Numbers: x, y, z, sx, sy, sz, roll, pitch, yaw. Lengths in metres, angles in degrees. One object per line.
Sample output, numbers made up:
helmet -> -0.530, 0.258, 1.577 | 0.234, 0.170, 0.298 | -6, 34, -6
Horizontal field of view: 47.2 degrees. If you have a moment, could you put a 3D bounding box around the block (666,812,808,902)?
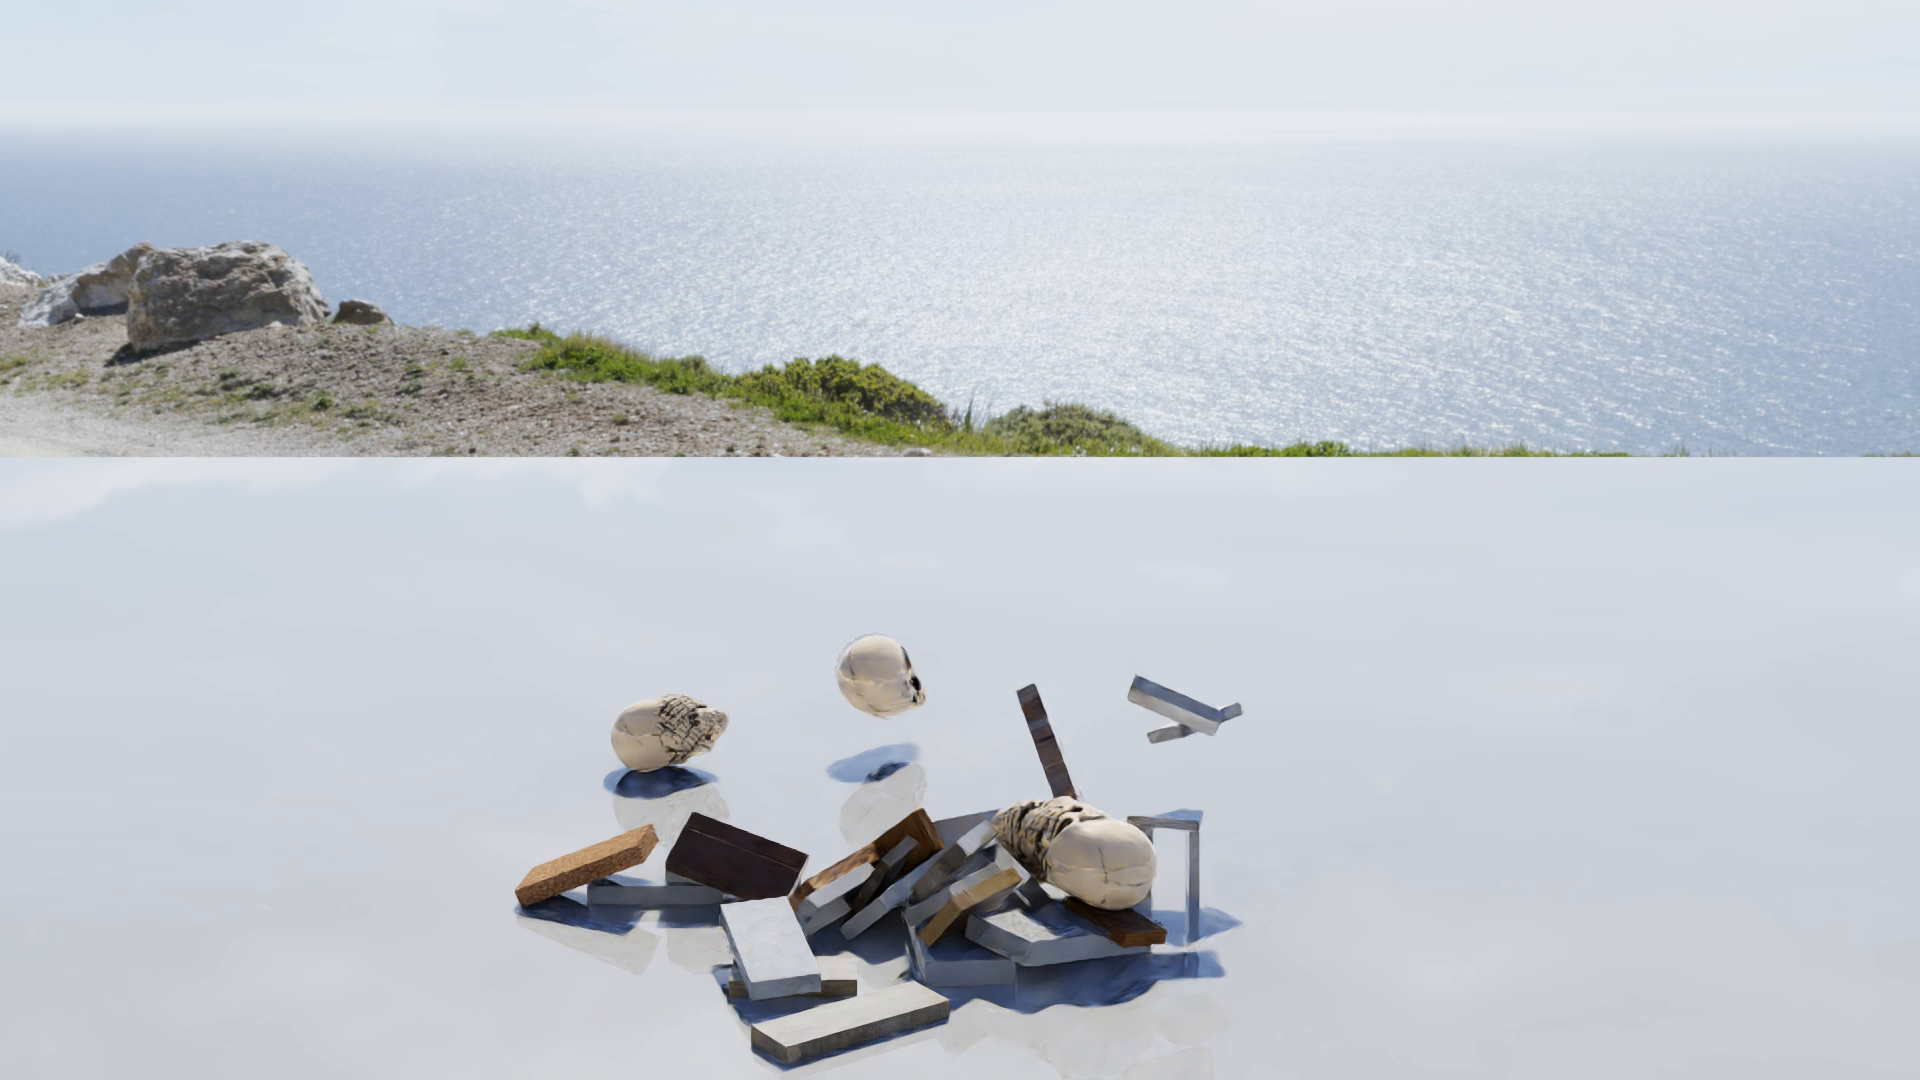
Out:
block -> -0.364, 0.528, 3.601 | 0.208, 0.029, 0.104 | 19, 50, 9

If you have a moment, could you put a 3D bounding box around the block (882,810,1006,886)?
block -> -0.022, 0.525, 3.715 | 0.212, 0.106, 0.030 | -6, -8, -31

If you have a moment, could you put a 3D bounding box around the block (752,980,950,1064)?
block -> -0.152, 0.681, 3.111 | 0.276, 0.026, 0.090 | -8, 13, -36

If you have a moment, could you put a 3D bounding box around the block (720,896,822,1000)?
block -> -0.285, 0.608, 3.290 | 0.104, 0.029, 0.248 | -5, 19, -15

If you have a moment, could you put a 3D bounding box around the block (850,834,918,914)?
block -> -0.122, 0.538, 3.528 | 0.021, 0.148, 0.074 | 42, 44, 12

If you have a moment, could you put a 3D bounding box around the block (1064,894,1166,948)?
block -> 0.239, 0.586, 3.395 | 0.078, 0.022, 0.157 | 2, 12, -33

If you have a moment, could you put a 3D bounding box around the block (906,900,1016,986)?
block -> -0.001, 0.619, 3.400 | 0.135, 0.038, 0.271 | 0, 10, -7

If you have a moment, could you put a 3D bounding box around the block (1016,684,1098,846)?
block -> 0.174, 0.402, 3.948 | 0.038, 0.135, 0.271 | -23, 49, 4

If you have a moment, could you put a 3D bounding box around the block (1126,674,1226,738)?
block -> 0.352, 0.272, 3.601 | 0.157, 0.022, 0.078 | 23, -19, 7

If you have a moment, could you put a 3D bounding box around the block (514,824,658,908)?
block -> -0.616, 0.538, 3.637 | 0.222, 0.031, 0.111 | -21, 9, 8

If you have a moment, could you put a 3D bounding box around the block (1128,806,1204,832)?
block -> 0.342, 0.462, 3.652 | 0.120, 0.017, 0.060 | 3, 11, 11

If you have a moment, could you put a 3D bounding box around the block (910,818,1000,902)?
block -> -0.007, 0.512, 3.528 | 0.030, 0.106, 0.212 | 46, 12, 8

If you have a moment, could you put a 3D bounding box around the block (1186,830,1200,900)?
block -> 0.387, 0.532, 3.655 | 0.017, 0.120, 0.060 | -1, 11, 0

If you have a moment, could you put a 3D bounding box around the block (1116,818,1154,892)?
block -> 0.294, 0.525, 3.686 | 0.060, 0.120, 0.017 | -4, 11, -31

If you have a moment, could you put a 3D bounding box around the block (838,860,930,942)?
block -> -0.114, 0.577, 3.516 | 0.094, 0.027, 0.187 | -41, -7, 24

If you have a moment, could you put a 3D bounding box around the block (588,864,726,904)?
block -> -0.502, 0.574, 3.671 | 0.222, 0.031, 0.111 | 0, 11, -1

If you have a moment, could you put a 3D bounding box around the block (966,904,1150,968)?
block -> 0.154, 0.601, 3.365 | 0.271, 0.038, 0.135 | 3, 9, -43

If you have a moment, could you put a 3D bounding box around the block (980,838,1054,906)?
block -> 0.098, 0.555, 3.577 | 0.030, 0.106, 0.240 | -41, 19, -7

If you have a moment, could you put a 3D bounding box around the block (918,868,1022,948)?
block -> 0.017, 0.561, 3.365 | 0.026, 0.090, 0.181 | 47, 28, 17

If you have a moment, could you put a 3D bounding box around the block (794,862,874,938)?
block -> -0.208, 0.577, 3.489 | 0.027, 0.094, 0.187 | 43, 26, 15

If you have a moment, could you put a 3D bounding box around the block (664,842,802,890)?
block -> -0.375, 0.543, 3.668 | 0.222, 0.031, 0.111 | 5, 10, -4

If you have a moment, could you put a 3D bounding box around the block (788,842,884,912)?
block -> -0.214, 0.561, 3.560 | 0.029, 0.104, 0.208 | 48, 27, 12

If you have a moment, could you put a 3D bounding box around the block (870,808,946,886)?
block -> -0.103, 0.515, 3.621 | 0.172, 0.074, 0.021 | -39, -17, 33

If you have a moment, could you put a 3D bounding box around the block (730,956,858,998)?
block -> -0.246, 0.650, 3.274 | 0.187, 0.027, 0.094 | 0, 11, -2

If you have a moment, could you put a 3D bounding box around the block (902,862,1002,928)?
block -> -0.009, 0.551, 3.427 | 0.090, 0.026, 0.181 | -33, -9, 24

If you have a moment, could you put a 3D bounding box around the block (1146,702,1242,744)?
block -> 0.398, 0.310, 3.724 | 0.157, 0.022, 0.078 | -15, -3, -42
